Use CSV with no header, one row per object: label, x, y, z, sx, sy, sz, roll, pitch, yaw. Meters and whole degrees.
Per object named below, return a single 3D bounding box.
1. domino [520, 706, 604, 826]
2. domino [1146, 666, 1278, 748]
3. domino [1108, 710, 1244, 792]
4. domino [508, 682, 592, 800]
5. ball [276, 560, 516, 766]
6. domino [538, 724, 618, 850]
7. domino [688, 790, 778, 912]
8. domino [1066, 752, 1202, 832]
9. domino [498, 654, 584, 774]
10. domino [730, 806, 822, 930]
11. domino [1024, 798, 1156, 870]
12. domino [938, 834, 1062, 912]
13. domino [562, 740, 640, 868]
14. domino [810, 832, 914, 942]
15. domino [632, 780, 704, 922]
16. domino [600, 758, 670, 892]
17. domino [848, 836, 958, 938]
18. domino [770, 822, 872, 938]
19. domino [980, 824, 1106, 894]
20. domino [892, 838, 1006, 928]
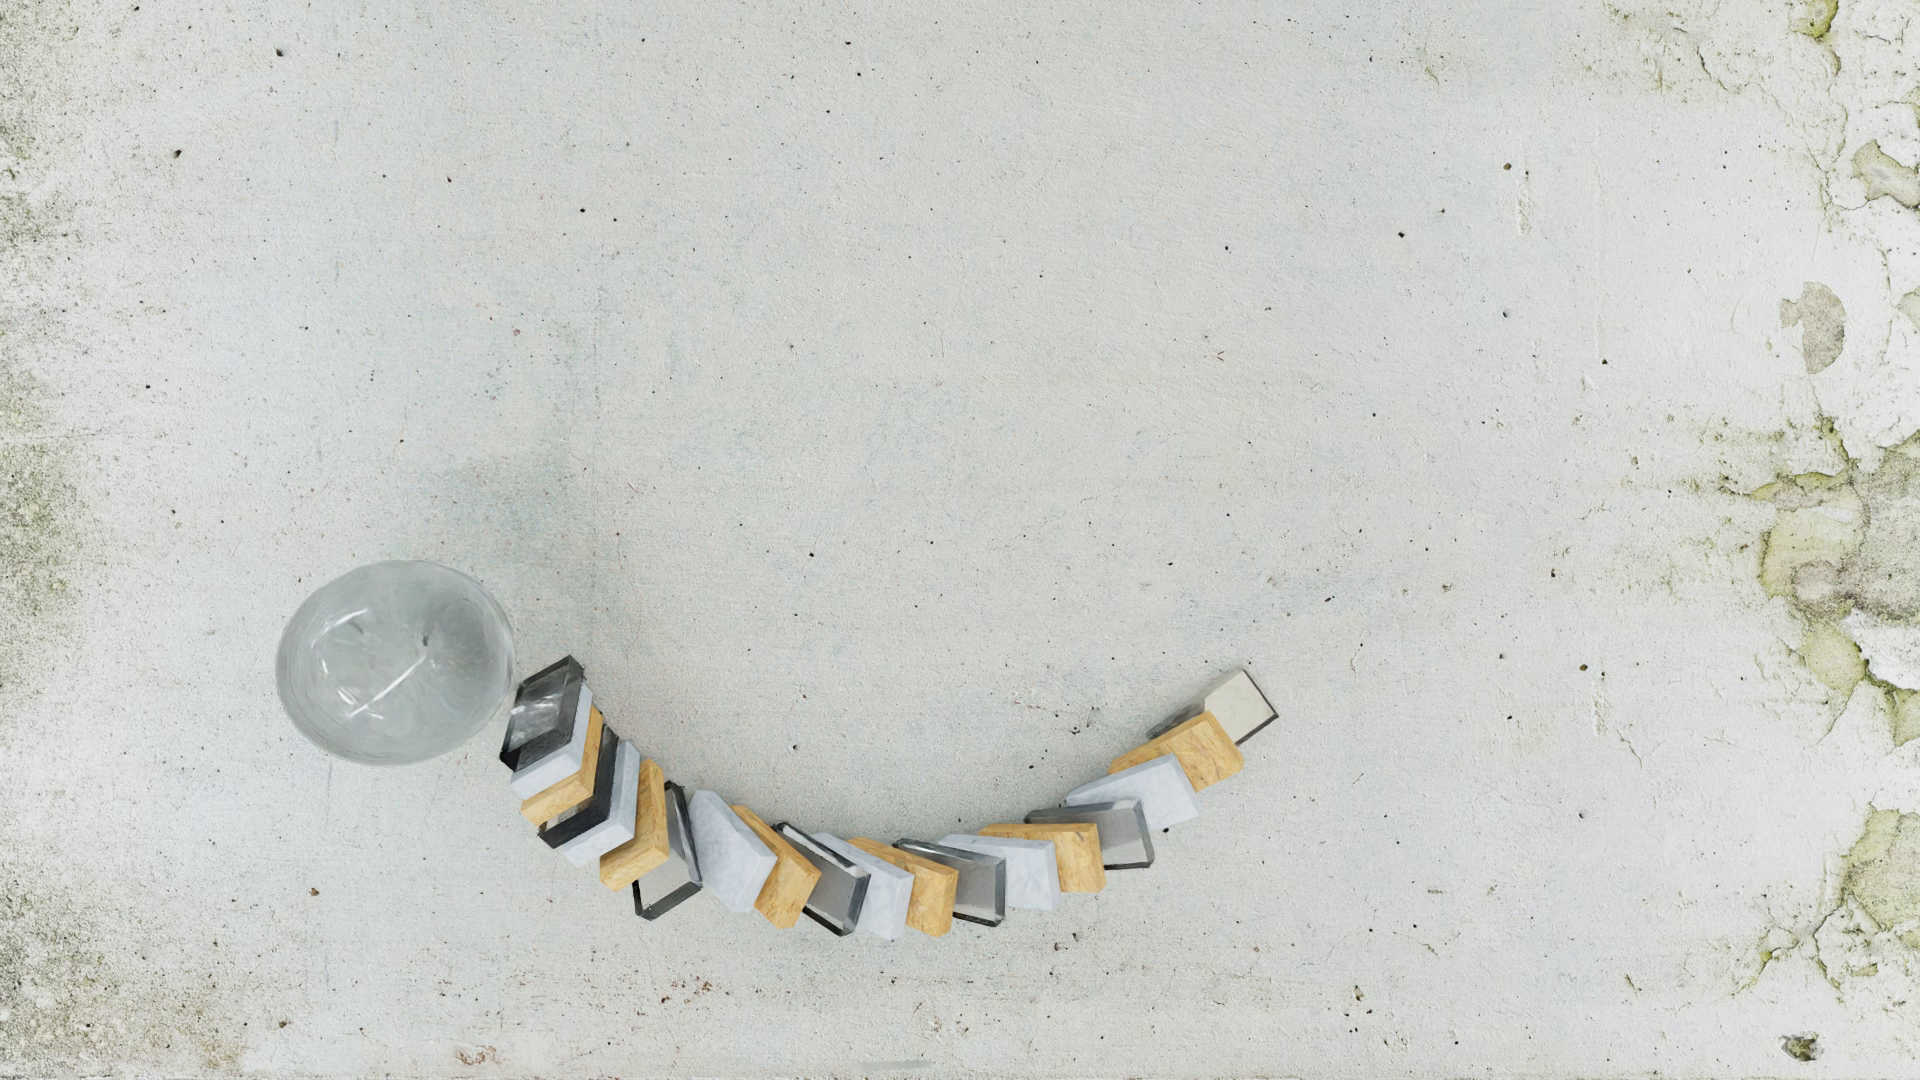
domino,-0.162,0.091,0.376,0.025,0.050,0.010,-29,121,0
domino,0.109,0.080,0.395,0.050,0.010,0.025,-36,90,0
domino,0.090,0.094,0.384,0.050,0.010,0.025,-36,90,26
domino,-0.167,0.081,0.376,0.025,0.050,0.010,-29,121,0
ball,-0.219,0.048,0.360,0.080,0.080,0.080,0,90,0
domino,-0.156,0.100,0.376,0.025,0.050,0.010,-29,121,0
domino,-0.099,0.128,0.381,0.050,0.010,0.025,28,90,39
domino,0.073,0.110,0.385,0.050,0.010,0.025,-28,90,26
domino,-0.171,0.070,0.376,0.025,0.050,0.010,-29,121,0
domino,-0.083,0.136,0.383,0.050,0.010,0.025,28,90,32
domino,0.054,0.125,0.384,0.050,0.010,0.025,-15,90,28
domino,0.016,0.138,0.383,0.050,0.009,0.025,-7,92,30
domino,-0.146,0.107,0.376,0.025,0.050,0.009,-29,121,0
domino,-0.044,0.143,0.382,0.050,0.010,0.025,12,92,33
domino,-0.124,0.127,0.379,0.025,0.010,0.050,-32,46,0
domino,-0.135,0.116,0.377,0.025,0.050,0.010,-32,126,0
domino,-0.026,0.144,0.383,0.050,0.009,0.025,8,90,30
domino,-0.062,0.141,0.382,0.050,0.010,0.025,18,93,33
domino,0.034,0.133,0.384,0.050,0.010,0.025,-10,90,29
domino,-0.005,0.143,0.384,0.050,0.010,0.025,1,90,30
